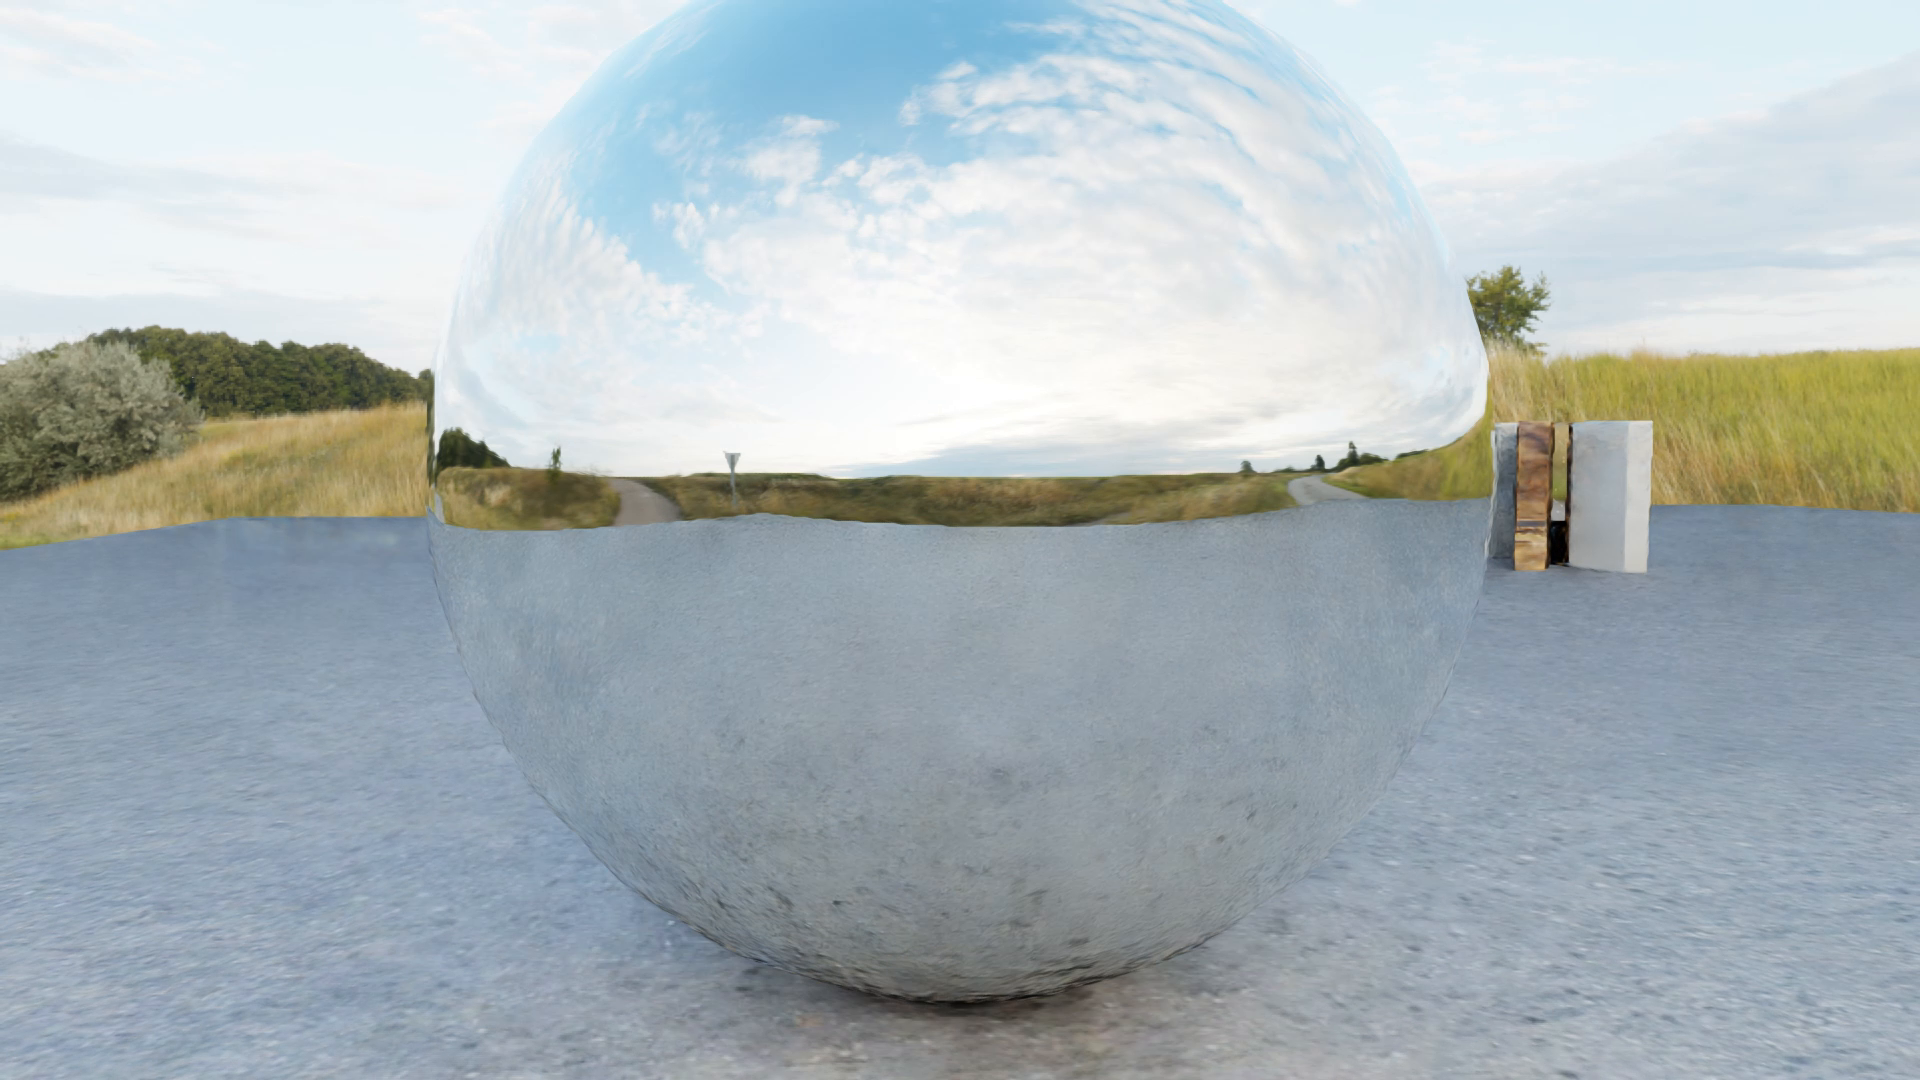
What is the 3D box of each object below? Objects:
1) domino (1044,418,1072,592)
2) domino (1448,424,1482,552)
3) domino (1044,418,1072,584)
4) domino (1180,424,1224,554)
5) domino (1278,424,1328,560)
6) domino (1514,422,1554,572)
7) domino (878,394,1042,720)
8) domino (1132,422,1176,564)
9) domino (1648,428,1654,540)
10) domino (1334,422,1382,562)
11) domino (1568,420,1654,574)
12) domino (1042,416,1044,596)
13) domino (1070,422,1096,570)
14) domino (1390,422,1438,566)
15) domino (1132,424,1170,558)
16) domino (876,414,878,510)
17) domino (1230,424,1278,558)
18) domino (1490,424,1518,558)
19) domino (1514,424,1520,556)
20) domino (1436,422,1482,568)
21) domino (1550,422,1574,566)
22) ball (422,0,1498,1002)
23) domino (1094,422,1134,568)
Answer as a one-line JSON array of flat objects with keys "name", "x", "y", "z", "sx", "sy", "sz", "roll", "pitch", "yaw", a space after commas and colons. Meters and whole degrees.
[{"name": "domino", "x": 0.020, "y": -0.011, "z": 0.377, "sx": 0.025, "sy": 0.050, "sz": 0.009, "roll": 1, "pitch": 4, "yaw": 17}, {"name": "domino", "x": 0.206, "y": -0.020, "z": 0.504, "sx": 0.025, "sy": 0.050, "sz": 0.009, "roll": 1, "pitch": 4, "yaw": 14}, {"name": "domino", "x": 0.021, "y": -0.012, "z": 0.393, "sx": 0.025, "sy": 0.050, "sz": 0.009, "roll": 0, "pitch": 4, "yaw": 0}, {"name": "domino", "x": 0.095, "y": -0.020, "z": 0.503, "sx": 0.009, "sy": 0.050, "sz": 0.025, "roll": 2, "pitch": 5, "yaw": 27}, {"name": "domino", "x": 0.129, "y": -0.019, "z": 0.483, "sx": 0.009, "sy": 0.050, "sz": 0.025, "roll": 3, "pitch": 5, "yaw": 32}, {"name": "domino", "x": 0.197, "y": -0.015, "z": 0.440, "sx": 0.009, "sy": 0.050, "sz": 0.025, "roll": 2, "pitch": 5, "yaw": 28}, {"name": "domino", "x": 0.000, "y": 0.002, "z": 0.201, "sx": 0.025, "sy": 0.050, "sz": 0.009, "roll": 0, "pitch": 4, "yaw": 0}, {"name": "domino", "x": 0.064, "y": -0.017, "z": 0.462, "sx": 0.025, "sy": 0.050, "sz": 0.009, "roll": 2, "pitch": 5, "yaw": 26}, {"name": "domino", "x": 0.263, "y": -0.020, "z": 0.505, "sx": 0.009, "sy": 0.050, "sz": 0.025, "roll": 1, "pitch": 4, "yaw": 12}, {"name": "domino", "x": 0.146, "y": -0.018, "z": 0.472, "sx": 0.009, "sy": 0.050, "sz": 0.025, "roll": 3, "pitch": 5, "yaw": 33}, {"name": "domino", "x": 0.219, "y": -0.015, "z": 0.433, "sx": 0.009, "sy": 0.050, "sz": 0.025, "roll": -1, "pitch": 4, "yaw": -16}, {"name": "domino", "x": 0.011, "y": -0.010, "z": 0.364, "sx": 0.025, "sy": 0.050, "sz": 0.010, "roll": 4, "pitch": 6, "yaw": 44}, {"name": "domino", "x": 0.036, "y": -0.016, "z": 0.446, "sx": 0.009, "sy": 0.050, "sz": 0.025, "roll": -2, "pitch": 5, "yaw": -27}, {"name": "domino", "x": 0.163, "y": -0.017, "z": 0.461, "sx": 0.009, "sy": 0.050, "sz": 0.025, "roll": 3, "pitch": 5, "yaw": 32}, {"name": "domino", "x": 0.065, "y": -0.019, "z": 0.482, "sx": 0.025, "sy": 0.050, "sz": 0.009, "roll": 0, "pitch": 4, "yaw": -4}, {"name": "domino", "x": -0.008, "y": -0.006, "z": 0.318, "sx": 0.025, "sy": 0.050, "sz": 0.009, "roll": -1, "pitch": 4, "yaw": -7}, {"name": "domino", "x": 0.113, "y": -0.019, "z": 0.493, "sx": 0.010, "sy": 0.050, "sz": 0.025, "roll": 3, "pitch": 5, "yaw": 31}, {"name": "domino", "x": 0.210, "y": -0.019, "z": 0.485, "sx": 0.025, "sy": 0.050, "sz": 0.010, "roll": -1, "pitch": 4, "yaw": -18}, {"name": "domino", "x": 0.216, "y": -0.018, "z": 0.468, "sx": 0.025, "sy": 0.050, "sz": 0.009, "roll": -2, "pitch": 5, "yaw": -20}, {"name": "domino", "x": 0.176, "y": -0.016, "z": 0.453, "sx": 0.009, "sy": 0.050, "sz": 0.025, "roll": 3, "pitch": 5, "yaw": 32}, {"name": "domino", "x": 0.221, "y": -0.016, "z": 0.453, "sx": 0.025, "sy": 0.050, "sz": 0.009, "roll": -1, "pitch": 4, "yaw": -16}, {"name": "ball", "x": 0.000, "y": -0.005, "z": 0.103, "sx": 0.080, "sy": 0.080, "sz": 0.080, "roll": 0, "pitch": 4, "yaw": 0}, {"name": "domino", "x": 0.050, "y": -0.016, "z": 0.452, "sx": 0.009, "sy": 0.050, "sz": 0.025, "roll": -2, "pitch": 5, "yaw": -23}]
